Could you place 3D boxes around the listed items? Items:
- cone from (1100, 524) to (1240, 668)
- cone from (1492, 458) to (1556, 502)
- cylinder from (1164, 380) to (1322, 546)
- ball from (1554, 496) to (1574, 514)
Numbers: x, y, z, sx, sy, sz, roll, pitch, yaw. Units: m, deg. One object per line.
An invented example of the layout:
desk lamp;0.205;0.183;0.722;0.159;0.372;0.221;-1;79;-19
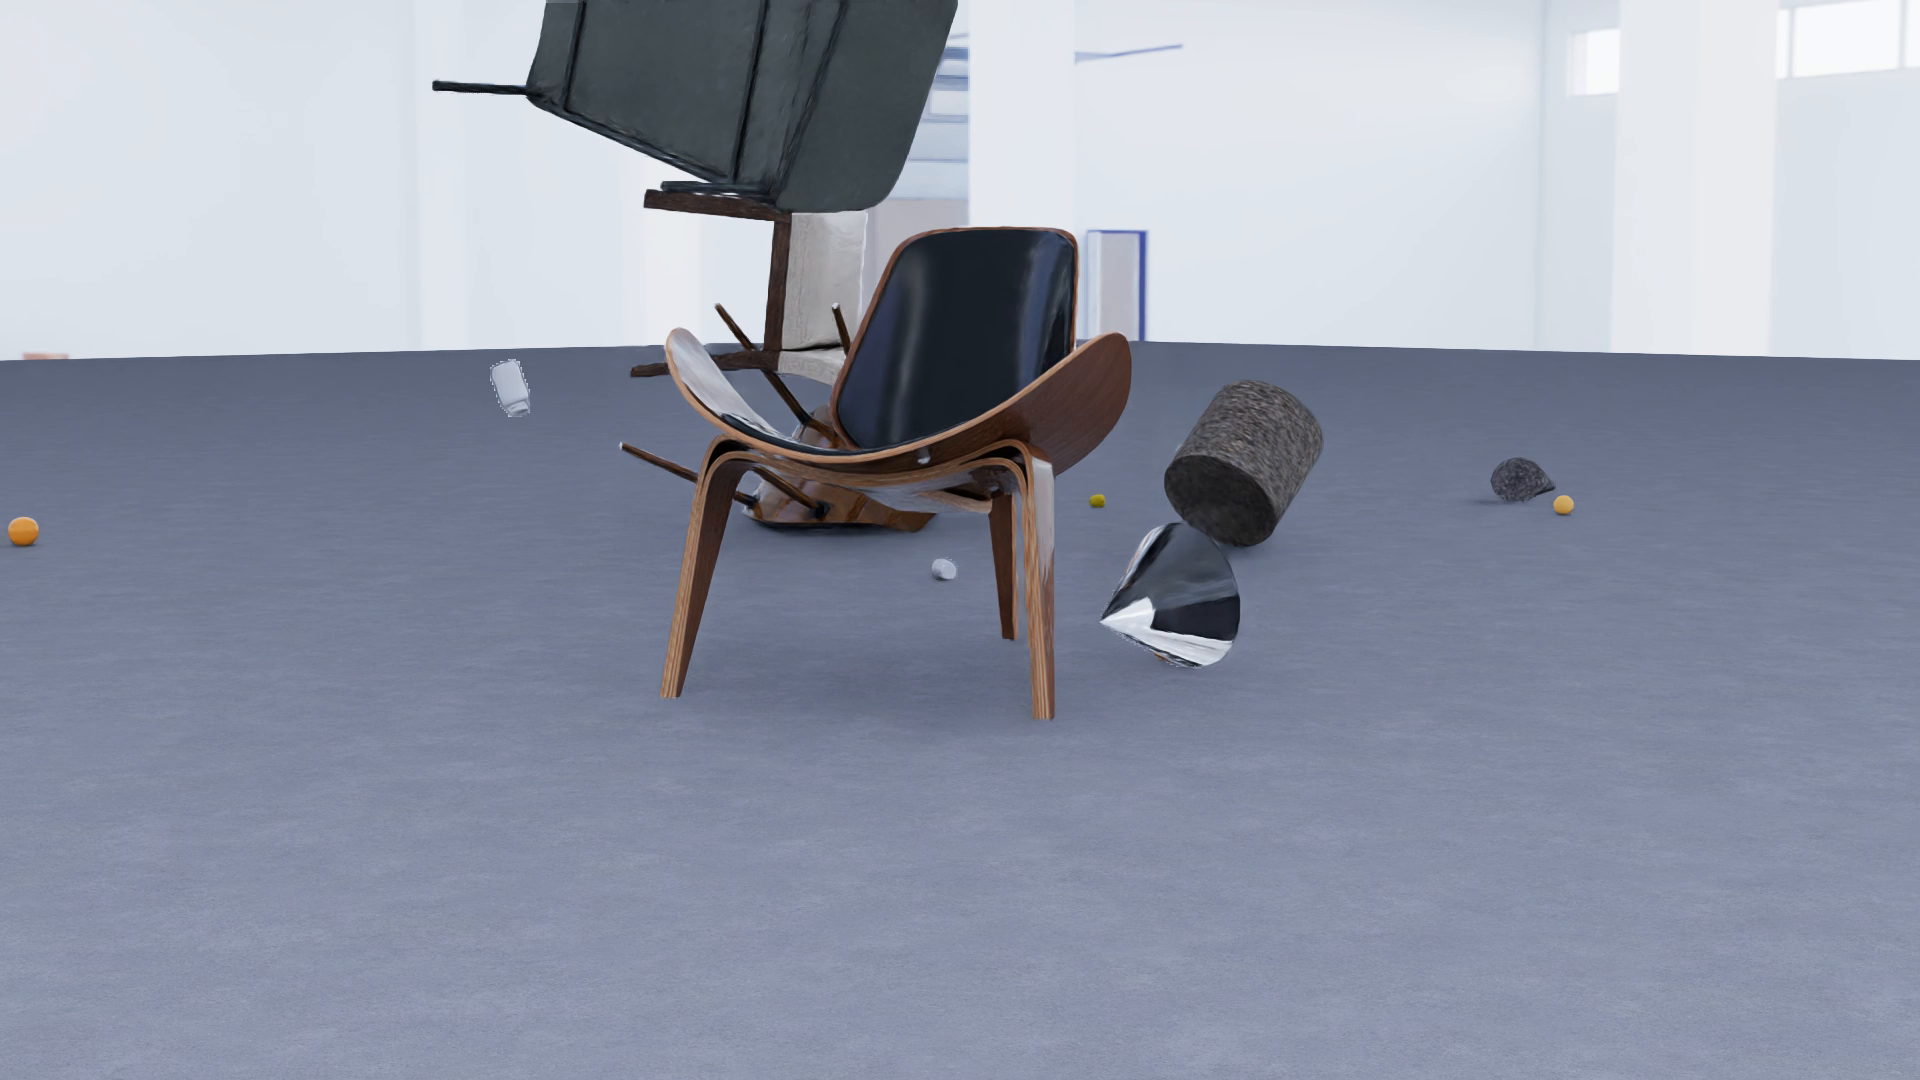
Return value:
cone;0.300;0.113;4.217;0.230;0.248;0.223;-16;-1;44
cone;1.688;-0.164;7.504;0.145;0.130;0.260;11;0;-23
cylinder;0.691;-0.187;6.251;0.297;0.296;0.278;16;51;26
ball;1.666;-0.096;7.080;0.055;0.055;0.055;0;6;0
